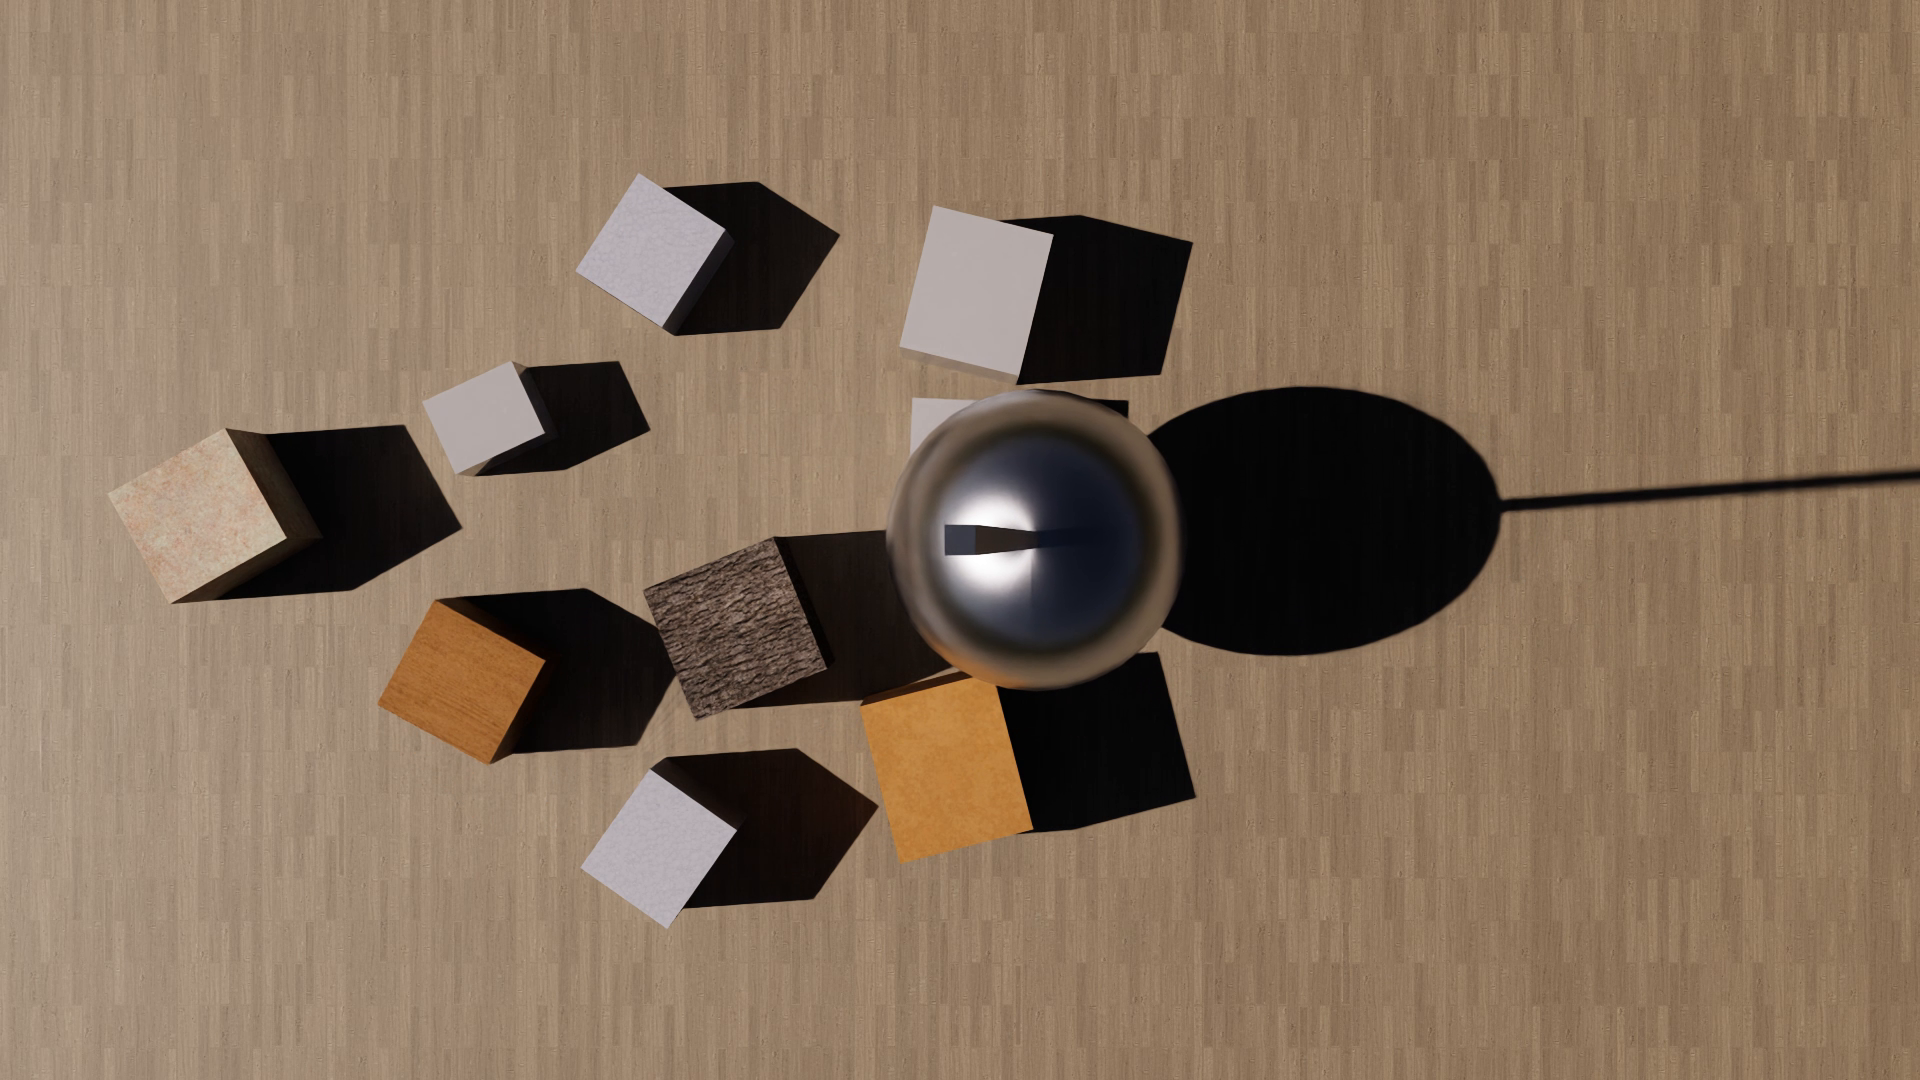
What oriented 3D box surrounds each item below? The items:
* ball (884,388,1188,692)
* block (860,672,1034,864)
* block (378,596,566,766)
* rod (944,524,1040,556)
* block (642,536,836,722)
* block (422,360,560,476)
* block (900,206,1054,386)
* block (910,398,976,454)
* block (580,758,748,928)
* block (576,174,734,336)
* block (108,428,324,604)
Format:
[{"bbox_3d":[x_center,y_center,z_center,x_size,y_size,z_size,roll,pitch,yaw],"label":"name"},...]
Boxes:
[{"bbox_3d":[0.402,0.000,11.609,1.600,1.600,1.600,0,90,0],"label":"ball"},{"bbox_3d":[-0.075,1.257,12.564,0.759,0.873,0.895,-15,90,0],"label":"block"},{"bbox_3d":[-2.802,0.801,12.675,0.713,0.651,0.672,29,90,0],"label":"block"},{"bbox_3d":[0.174,0.000,8.216,0.080,5.200,0.080,0,90,4],"label":"rod"},{"bbox_3d":[-1.247,0.495,12.584,0.783,0.832,0.791,-22,90,0],"label":"block"},{"bbox_3d":[-2.715,-0.698,12.763,0.560,0.474,0.454,-25,90,0],"label":"block"},{"bbox_3d":[0.091,-1.389,12.623,0.687,0.754,0.808,14,90,0],"label":"block"},{"bbox_3d":[0.003,-0.461,12.695,0.572,0.610,0.656,2,90,0],"label":"block"},{"bbox_3d":[-1.689,1.731,12.660,0.598,0.679,0.677,35,90,0],"label":"block"},{"bbox_3d":[-1.754,-1.642,12.726,0.586,0.547,0.662,33,90,0],"label":"block"},{"bbox_3d":[-4.261,-0.134,12.640,0.752,0.721,0.706,-29,90,0],"label":"block"}]
